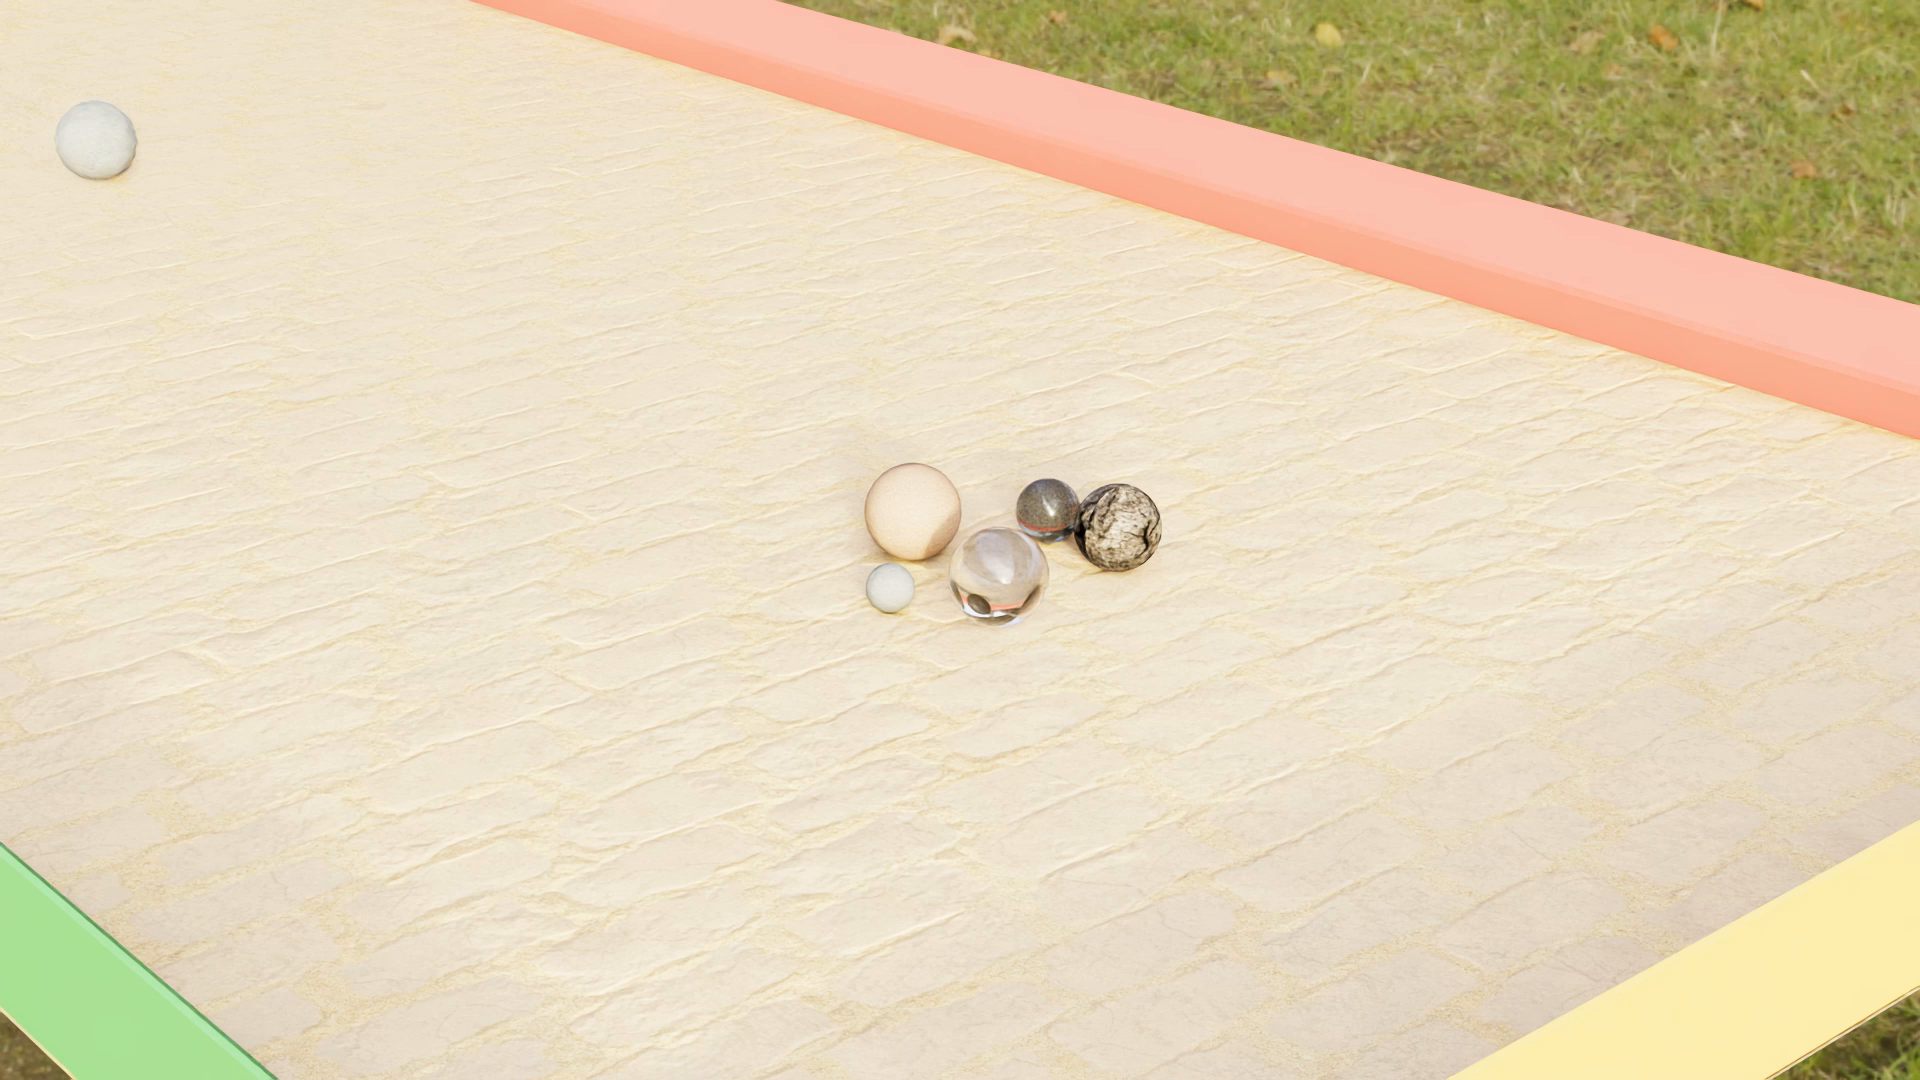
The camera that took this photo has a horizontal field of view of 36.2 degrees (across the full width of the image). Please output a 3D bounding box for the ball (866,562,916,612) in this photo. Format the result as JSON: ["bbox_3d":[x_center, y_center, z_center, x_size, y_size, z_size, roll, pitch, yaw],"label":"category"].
[{"bbox_3d":[-0.056,0.038,2.366,0.040,0.040,0.040,0,23,0],"label":"ball"}]

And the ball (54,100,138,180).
[{"bbox_3d":[-1.041,-0.481,3.544,0.096,0.096,0.096,0,23,0],"label":"ball"}]

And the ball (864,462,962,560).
[{"bbox_3d":[-0.039,-0.024,2.461,0.082,0.082,0.082,0,23,0],"label":"ball"}]

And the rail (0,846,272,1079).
[{"bbox_3d":[-1.232,-0.068,2.509,0.045,0.124,3.535,-18,29,-37],"label":"rail"}]

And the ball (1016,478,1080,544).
[{"bbox_3d":[0.075,-0.025,2.497,0.056,0.056,0.056,0,23,0],"label":"ball"}]

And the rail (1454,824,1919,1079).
[{"bbox_3d":[0.561,0.222,1.811,1.778,0.124,0.045,-18,29,-37],"label":"rail"}]

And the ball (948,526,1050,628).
[{"bbox_3d":[0.031,0.030,2.335,0.081,0.081,0.081,0,23,0],"label":"ball"}]

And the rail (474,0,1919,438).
[{"bbox_3d":[0.079,-0.501,3.552,0.045,0.124,3.535,-18,29,-37],"label":"rail"}]

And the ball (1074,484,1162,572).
[{"bbox_3d":[0.131,-0.010,2.439,0.074,0.074,0.074,0,23,0],"label":"ball"}]
